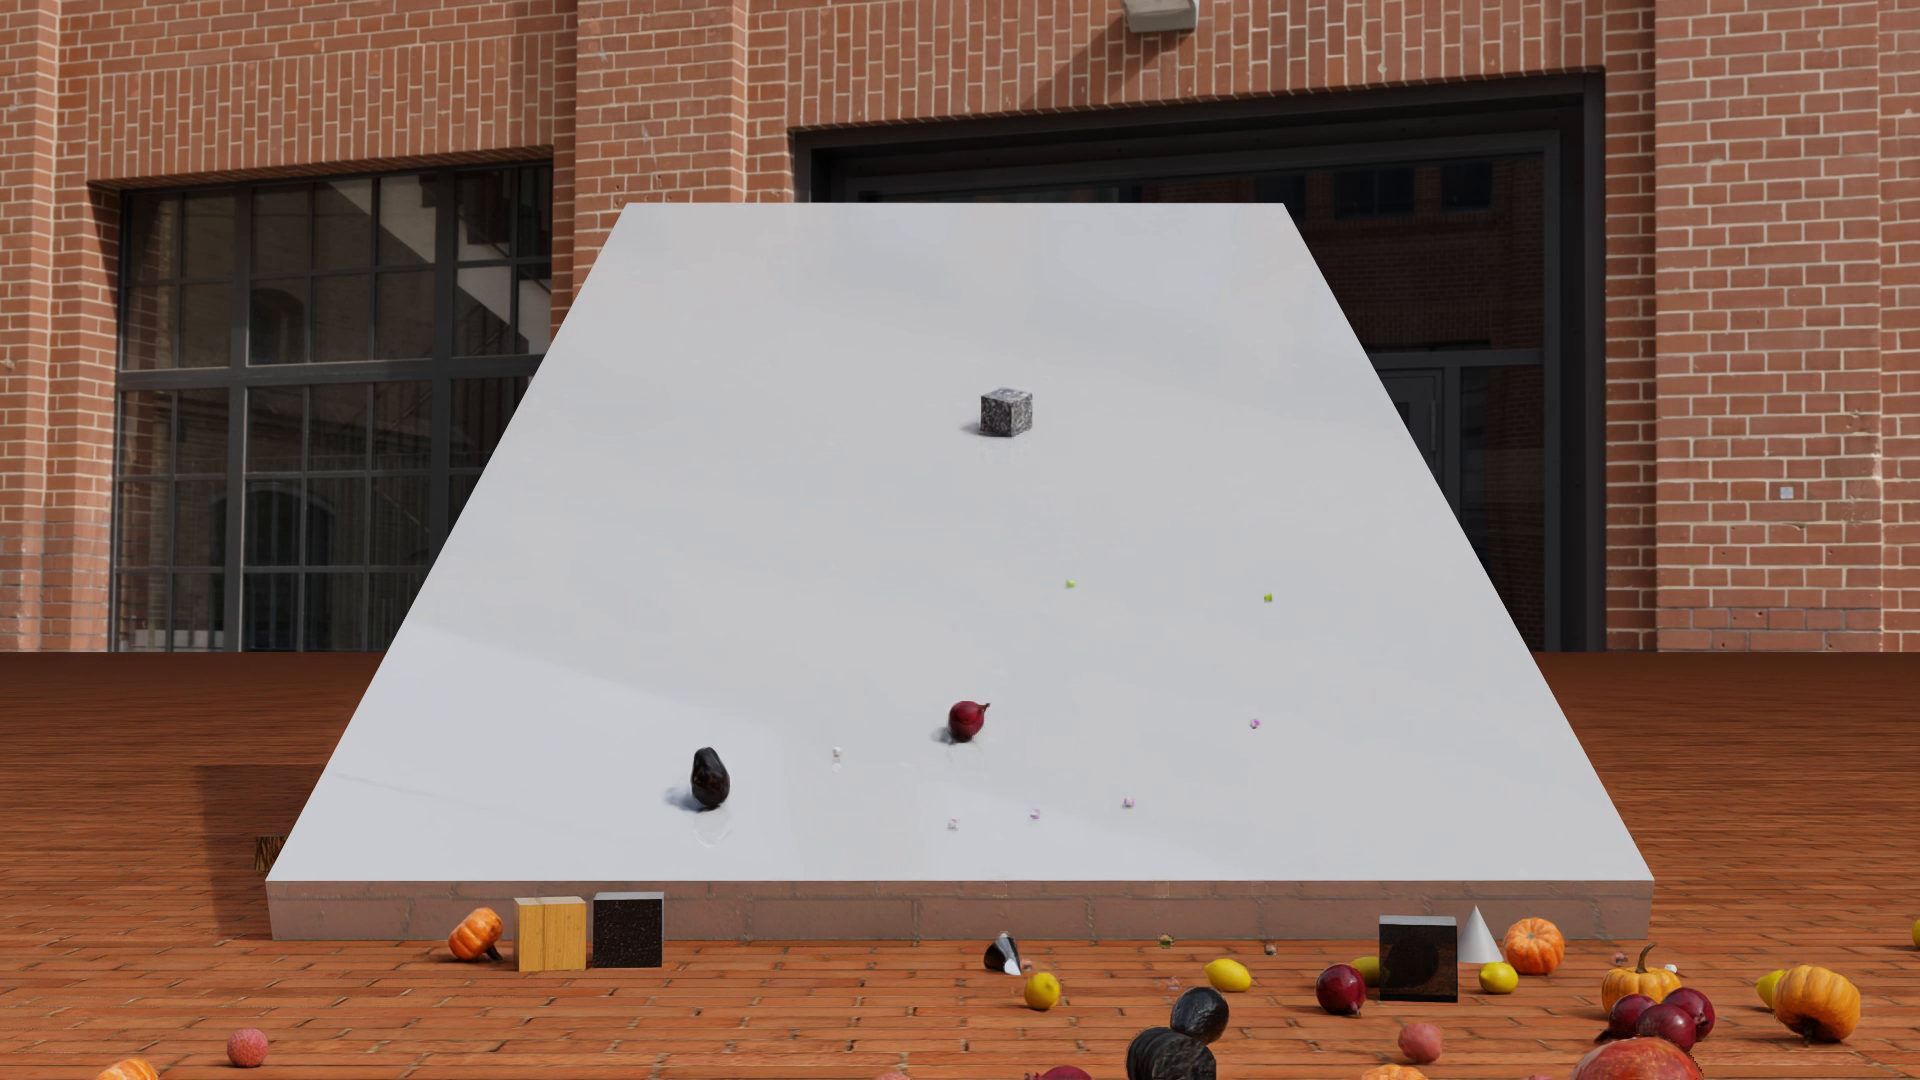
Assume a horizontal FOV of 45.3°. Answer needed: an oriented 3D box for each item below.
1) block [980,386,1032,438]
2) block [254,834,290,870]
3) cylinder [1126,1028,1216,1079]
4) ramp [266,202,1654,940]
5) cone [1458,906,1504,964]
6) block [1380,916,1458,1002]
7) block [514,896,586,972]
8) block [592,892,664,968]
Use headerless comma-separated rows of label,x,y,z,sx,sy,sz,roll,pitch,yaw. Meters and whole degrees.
block,0.104,-0.282,5.087,0.082,0.082,0.082,15,27,33
block,-1.314,0.600,4.421,0.064,0.064,0.064,0,-3,-1
cylinder,0.199,0.496,2.163,0.065,0.065,0.065,1,-3,-17
ramp,-0.007,-0.222,5.180,2.000,0.100,4.000,0,22,0
cone,0.706,0.536,3.146,0.074,0.074,0.074,0,-3,0
block,0.561,0.512,2.817,0.092,0.092,0.092,0,-3,10
block,-0.550,0.527,3.082,0.087,0.087,0.087,1,-3,-16
block,-0.447,0.526,3.108,0.091,0.091,0.091,0,-3,-6
